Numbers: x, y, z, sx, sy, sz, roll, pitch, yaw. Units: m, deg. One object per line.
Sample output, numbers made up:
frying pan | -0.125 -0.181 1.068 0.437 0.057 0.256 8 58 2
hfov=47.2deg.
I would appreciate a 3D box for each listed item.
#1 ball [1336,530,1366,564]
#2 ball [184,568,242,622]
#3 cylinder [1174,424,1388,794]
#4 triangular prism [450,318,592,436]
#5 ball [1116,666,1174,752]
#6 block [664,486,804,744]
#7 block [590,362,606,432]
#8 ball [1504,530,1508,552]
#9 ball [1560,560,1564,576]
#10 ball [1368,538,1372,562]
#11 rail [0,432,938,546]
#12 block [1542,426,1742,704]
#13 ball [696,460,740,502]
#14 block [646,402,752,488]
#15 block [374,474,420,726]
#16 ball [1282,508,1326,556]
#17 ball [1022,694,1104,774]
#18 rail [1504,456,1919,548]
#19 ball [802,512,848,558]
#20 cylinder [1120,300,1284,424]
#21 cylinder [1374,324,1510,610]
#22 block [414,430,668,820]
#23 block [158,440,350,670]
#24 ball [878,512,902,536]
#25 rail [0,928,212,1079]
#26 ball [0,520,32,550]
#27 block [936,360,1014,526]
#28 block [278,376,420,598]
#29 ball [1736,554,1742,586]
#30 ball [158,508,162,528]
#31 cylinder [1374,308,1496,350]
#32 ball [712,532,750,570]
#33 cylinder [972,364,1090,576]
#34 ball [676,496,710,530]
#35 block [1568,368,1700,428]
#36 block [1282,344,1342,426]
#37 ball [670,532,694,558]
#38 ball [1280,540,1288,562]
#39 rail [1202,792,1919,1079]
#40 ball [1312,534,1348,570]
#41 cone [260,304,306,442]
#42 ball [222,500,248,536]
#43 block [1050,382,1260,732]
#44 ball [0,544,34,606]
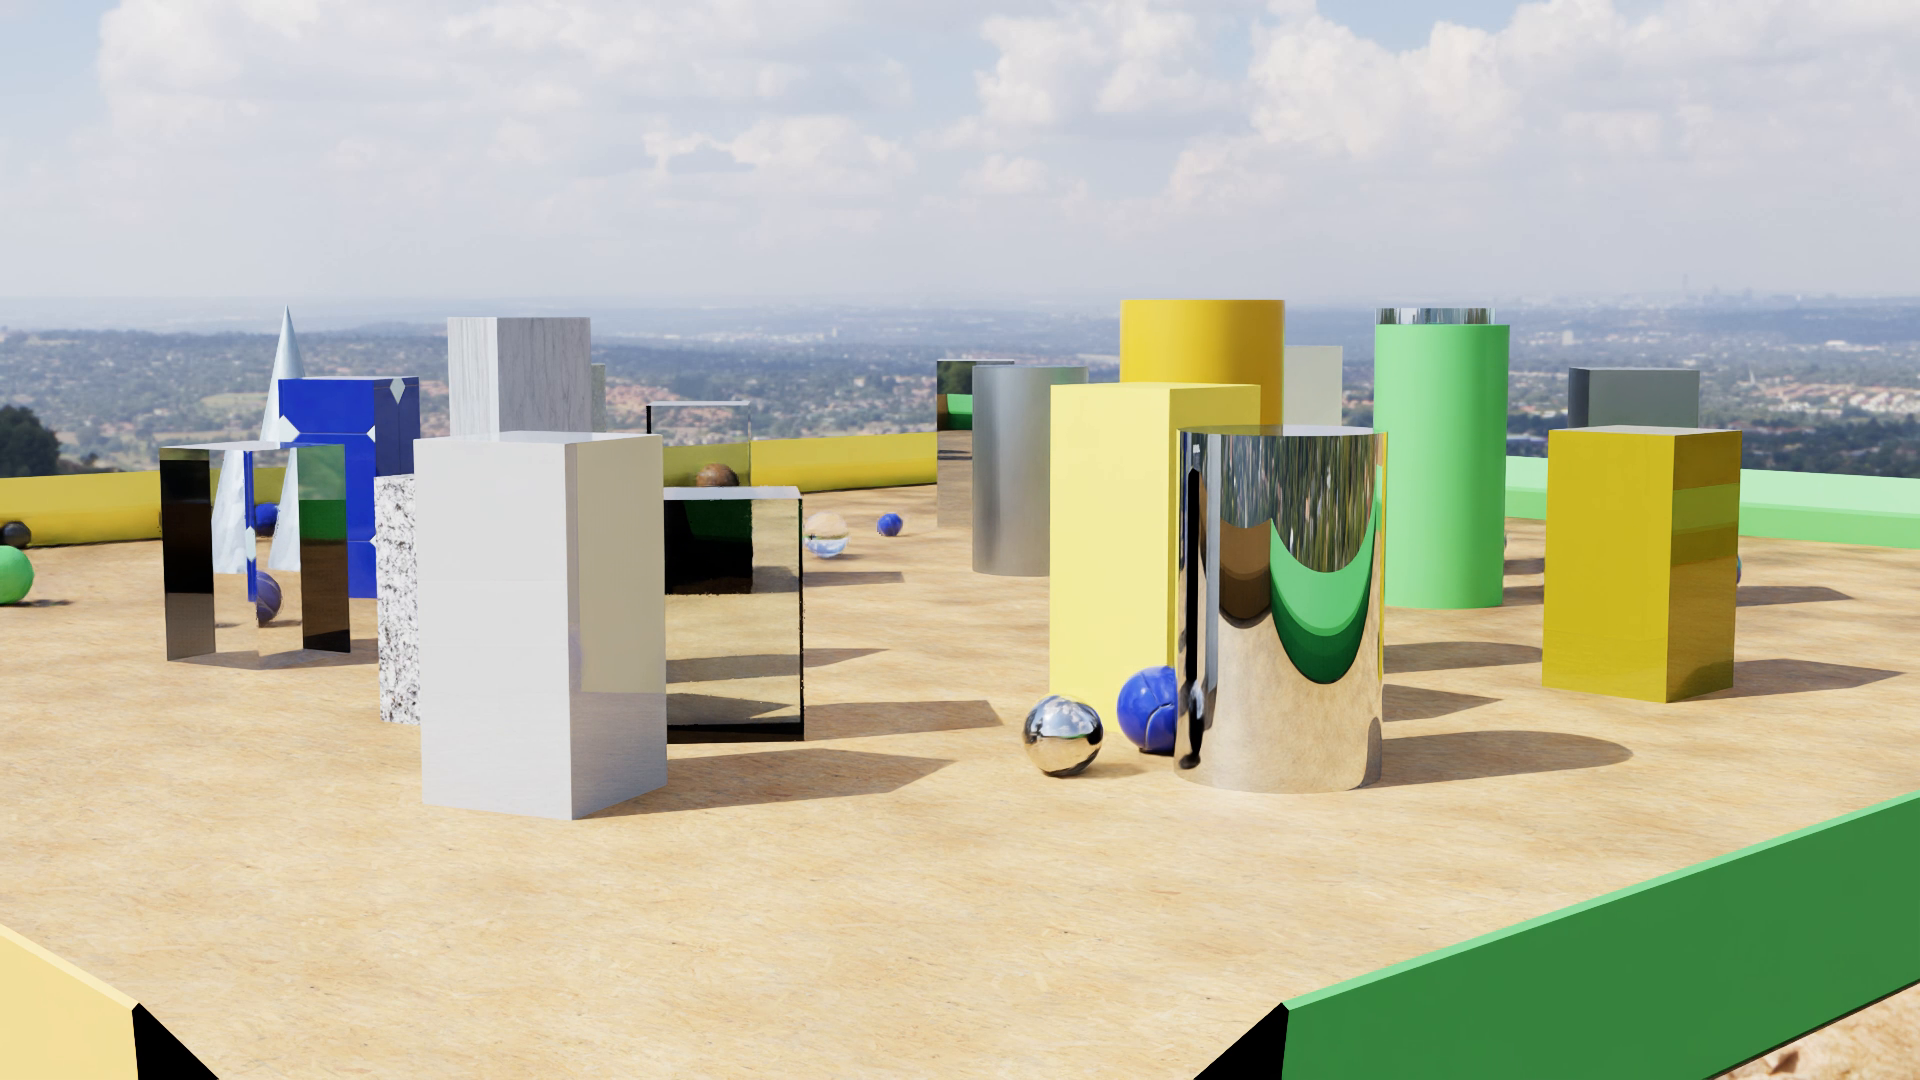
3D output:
ball | 0.684 0.013 3.870 0.061 0.061 0.061 0 6 0
ball | -1.071 0.078 3.157 0.079 0.079 0.079 0 6 0
cylinder | 0.307 0.060 2.116 0.200 0.332 0.200 0 6 0
triangular prism | -0.566 -0.054 2.702 0.150 0.437 0.173 4 7 31
ball | 0.202 0.171 2.227 0.088 0.088 0.088 0 6 0
block | -0.250 0.076 2.340 0.160 0.253 0.160 -1 6 -6
block | -0.673 -0.116 3.685 0.160 0.356 0.160 -1 6 -9
ball | 0.923 0.001 3.880 0.083 0.083 0.083 0 6 0
ball | 0.993 0.049 3.520 0.063 0.063 0.063 0 6 0
ball | 0.721 0.021 3.627 0.097 0.097 0.097 0 6 0
rail | -1.218 -0.103 4.645 3.725 0.130 0.045 -5 8 -42
block | 0.805 0.023 2.600 0.160 0.305 0.160 -6 8 -44
ball | -0.564 -0.136 5.130 0.098 0.098 0.098 0 6 0
block | -0.422 -0.074 3.579 0.160 0.296 0.160 0 6 -4
block | -0.523 0.062 2.414 0.160 0.266 0.160 3 7 30
ball | 0.623 -0.014 4.006 0.088 0.088 0.088 0 6 0
ball | 0.099 0.187 2.119 0.078 0.078 0.078 0 6 0
rail | 1.351 -0.095 4.572 0.045 0.130 3.639 -5 8 -42
ball | -0.244 -0.010 3.983 0.083 0.083 0.083 0 6 0
cylinder | 0.295 -0.064 2.698 0.200 0.458 0.200 0 6 0
cylinder | 0.735 -0.117 3.373 0.200 0.424 0.200 0 6 0
block | -0.381 0.071 2.016 0.160 0.331 0.160 3 6 24
block | -0.904 0.015 2.826 0.160 0.274 0.160 3 7 27
ball | -0.137 -0.031 4.359 0.047 0.047 0.047 0 6 0
rail | -1.351 0.163 2.092 0.045 0.130 3.639 -5 8 -42
ball | -1.764 -0.008 4.104 0.055 0.055 0.055 0 6 0
block | 0.033 -0.206 4.615 0.160 0.343 0.160 0 6 1
block | -0.965 -0.087 3.493 0.160 0.340 0.160 1 6 11
ball | 1.153 0.044 3.390 0.100 0.100 0.100 0 6 0
ball | -1.517 -0.043 4.286 0.086 0.086 0.086 0 6 0
cylinder | 0.806 -0.170 3.752 0.200 0.449 0.200 0 6 0
ball | -0.395 0.018 3.801 0.067 0.067 0.067 0 6 0
cylinder | 0.121 -0.123 3.780 0.200 0.351 0.200 0 6 0
ball | -0.544 -0.054 4.488 0.068 0.068 0.068 0 6 0
block | 1.021 -0.082 3.357 0.160 0.358 0.160 0 6 5
block | 0.610 -0.179 4.180 0.160 0.380 0.160 -4 7 -34
ball | -0.504 0.008 3.994 0.046 0.046 0.046 0 6 0
ball | 0.558 0.017 3.902 0.046 0.046 0.046 0 6 0
rail | 1.218 0.170 2.019 3.725 0.130 0.045 -5 8 -42
ball | 0.640 0.020 3.803 0.062 0.062 0.062 0 6 0
cone | -1.183 -0.190 3.886 0.200 0.462 0.200 0 6 0
ball | -1.436 -0.044 4.387 0.068 0.068 0.068 0 6 0
block | 0.211 0.015 2.383 0.160 0.365 0.160 6 8 43
ball | -1.453 0.054 3.333 0.092 0.092 0.092 0 6 0
